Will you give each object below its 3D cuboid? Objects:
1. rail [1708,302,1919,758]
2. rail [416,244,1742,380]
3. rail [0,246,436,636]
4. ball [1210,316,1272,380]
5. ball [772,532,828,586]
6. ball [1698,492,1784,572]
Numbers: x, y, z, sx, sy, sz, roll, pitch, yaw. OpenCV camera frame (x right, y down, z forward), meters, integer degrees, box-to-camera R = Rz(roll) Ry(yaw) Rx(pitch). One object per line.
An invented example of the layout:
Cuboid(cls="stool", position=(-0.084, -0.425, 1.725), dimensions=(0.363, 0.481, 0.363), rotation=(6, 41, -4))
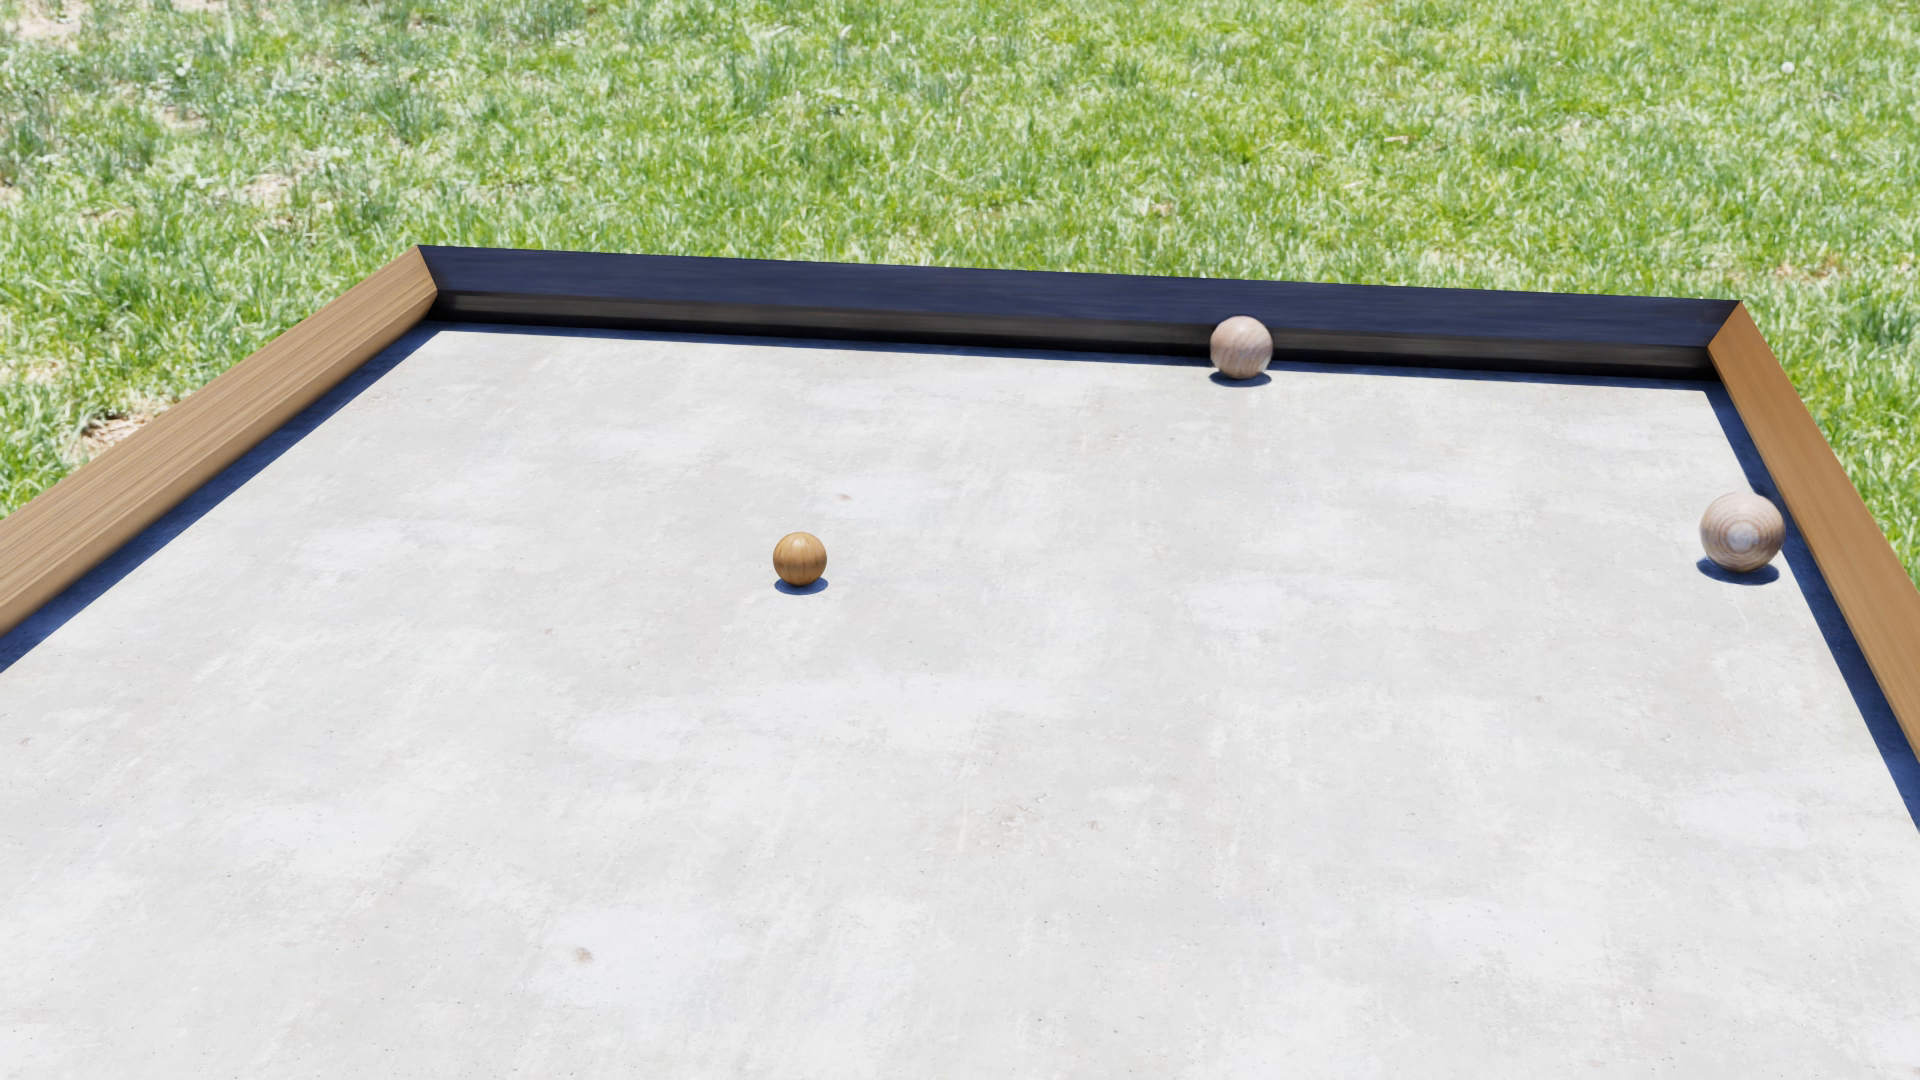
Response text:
Cuboid(cls="rail", position=(0.785, 0.344, 1.518), dimensions=(0.045, 0.115, 3.288), rotation=(3, 23, 8))
Cuboid(cls="rail", position=(0.125, -0.320, 3.132), dimensions=(1.897, 0.115, 0.045), rotation=(3, 23, 8))
Cuboid(cls="rail", position=(-1.042, 0.234, 1.785), dimensions=(0.045, 0.115, 3.288), rotation=(3, 23, 8))
Cuboid(cls="ball", position=(0.388, -0.266, 3.038), dimensions=(0.087, 0.087, 0.087), rotation=(0, 22, 0))
Cuboid(cls="ball", position=(-0.173, 0.020, 2.380), dimensions=(0.059, 0.059, 0.059), rotation=(0, 22, 0))
Cuboid(cls="ball", position=(0.858, -0.009, 2.413), dimensions=(0.089, 0.089, 0.089), rotation=(0, 22, 0))
